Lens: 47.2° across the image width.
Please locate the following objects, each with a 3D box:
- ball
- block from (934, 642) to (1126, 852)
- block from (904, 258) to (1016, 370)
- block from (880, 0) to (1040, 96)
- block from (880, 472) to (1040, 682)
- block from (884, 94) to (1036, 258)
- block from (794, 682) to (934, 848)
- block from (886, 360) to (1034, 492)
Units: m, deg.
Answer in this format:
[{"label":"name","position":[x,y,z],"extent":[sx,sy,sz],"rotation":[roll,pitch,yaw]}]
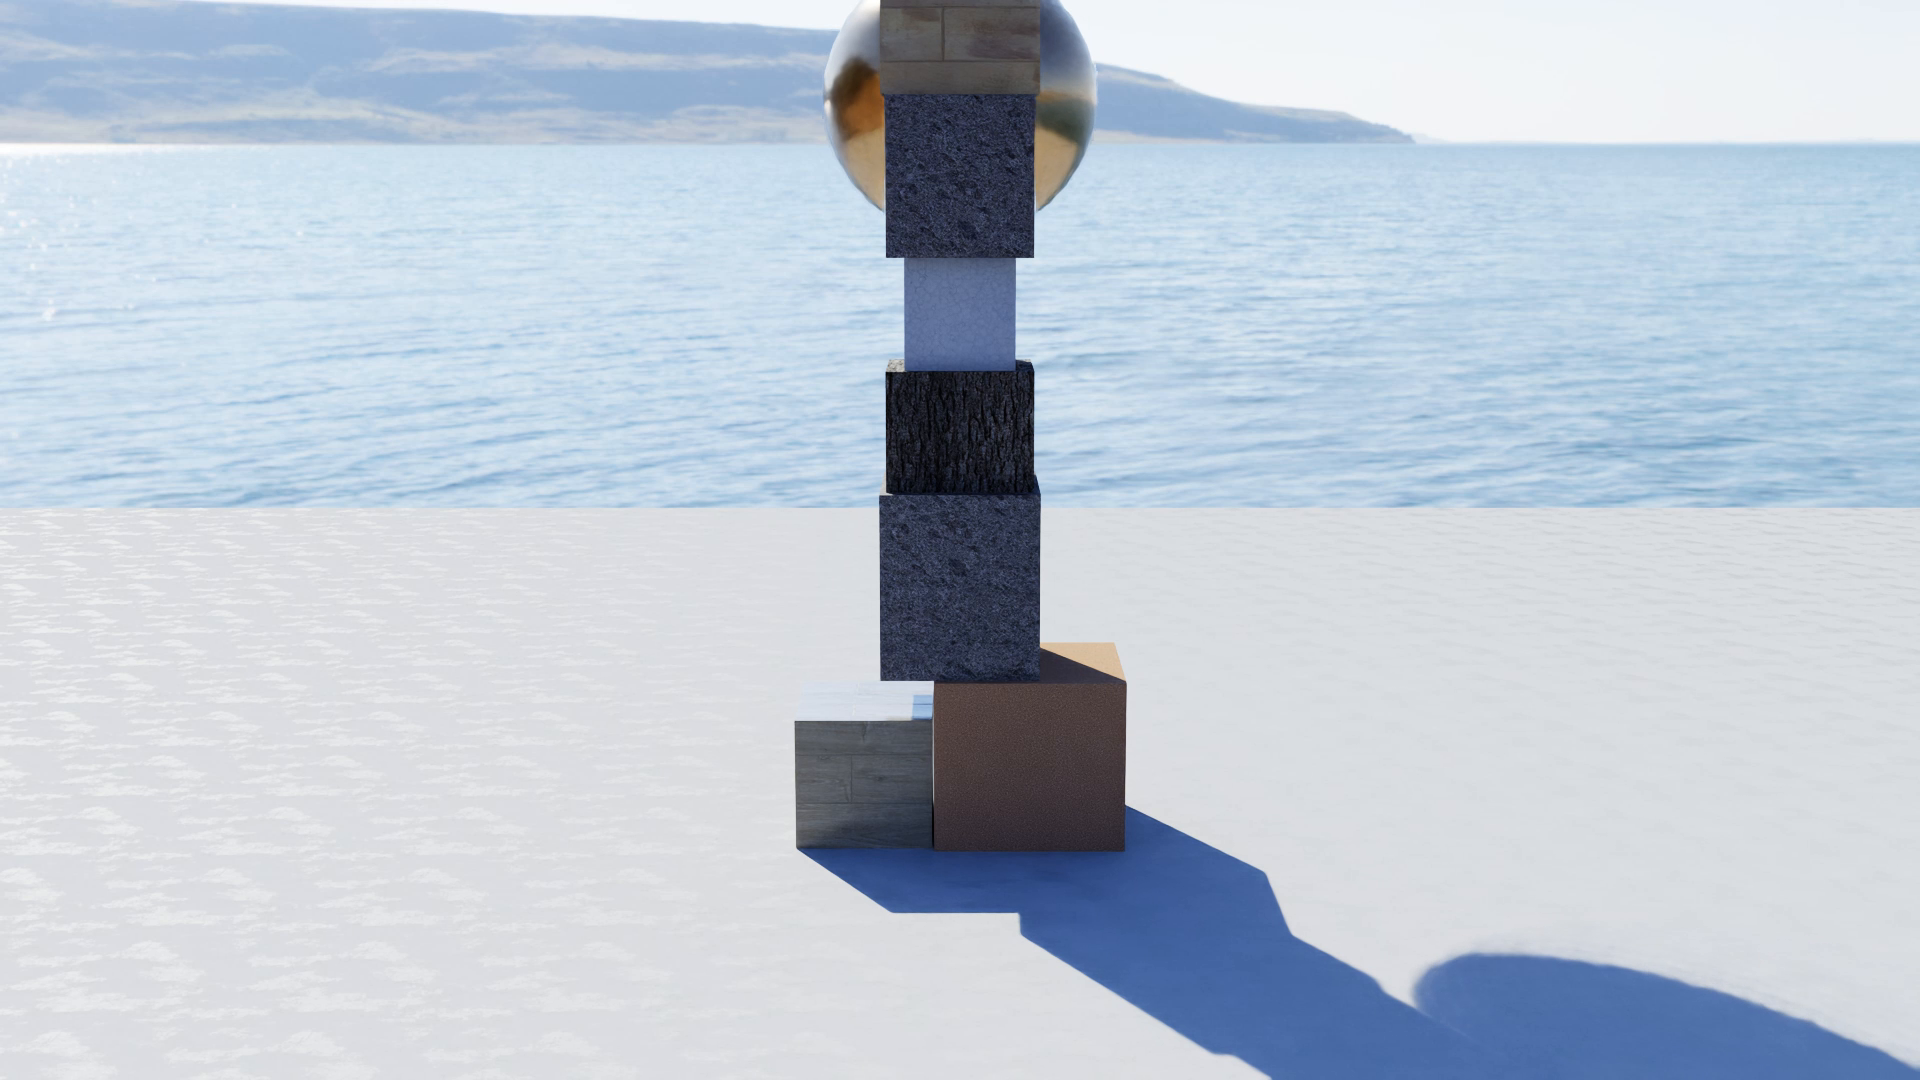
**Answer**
[{"label":"ball","position":[0.000,-2.571,12.821],"extent":[1.600,1.600,1.600],"rotation":[0,10,0]},{"label":"block","position":[0.347,1.052,11.368],"extent":[0.953,0.863,0.907],"rotation":[0,10,0]},{"label":"block","position":[0.000,-1.151,10.977],"extent":[0.542,0.555,0.586],"rotation":[0,10,0]},{"label":"block","position":[0.000,-2.578,10.706],"extent":[0.757,0.816,0.720],"rotation":[0,10,0]},{"label":"block","position":[0.000,0.169,11.201],"extent":[0.790,0.933,0.793],"rotation":[0,10,0]},{"label":"block","position":[0.000,-1.801,10.857],"extent":[0.710,0.767,0.836],"rotation":[0,10,0]},{"label":"block","position":[-0.482,1.151,11.382],"extent":[0.684,0.663,0.812],"rotation":[0,10,0]},{"label":"block","position":[0.000,-0.582,11.062],"extent":[0.727,0.595,0.632],"rotation":[0,10,0]}]
